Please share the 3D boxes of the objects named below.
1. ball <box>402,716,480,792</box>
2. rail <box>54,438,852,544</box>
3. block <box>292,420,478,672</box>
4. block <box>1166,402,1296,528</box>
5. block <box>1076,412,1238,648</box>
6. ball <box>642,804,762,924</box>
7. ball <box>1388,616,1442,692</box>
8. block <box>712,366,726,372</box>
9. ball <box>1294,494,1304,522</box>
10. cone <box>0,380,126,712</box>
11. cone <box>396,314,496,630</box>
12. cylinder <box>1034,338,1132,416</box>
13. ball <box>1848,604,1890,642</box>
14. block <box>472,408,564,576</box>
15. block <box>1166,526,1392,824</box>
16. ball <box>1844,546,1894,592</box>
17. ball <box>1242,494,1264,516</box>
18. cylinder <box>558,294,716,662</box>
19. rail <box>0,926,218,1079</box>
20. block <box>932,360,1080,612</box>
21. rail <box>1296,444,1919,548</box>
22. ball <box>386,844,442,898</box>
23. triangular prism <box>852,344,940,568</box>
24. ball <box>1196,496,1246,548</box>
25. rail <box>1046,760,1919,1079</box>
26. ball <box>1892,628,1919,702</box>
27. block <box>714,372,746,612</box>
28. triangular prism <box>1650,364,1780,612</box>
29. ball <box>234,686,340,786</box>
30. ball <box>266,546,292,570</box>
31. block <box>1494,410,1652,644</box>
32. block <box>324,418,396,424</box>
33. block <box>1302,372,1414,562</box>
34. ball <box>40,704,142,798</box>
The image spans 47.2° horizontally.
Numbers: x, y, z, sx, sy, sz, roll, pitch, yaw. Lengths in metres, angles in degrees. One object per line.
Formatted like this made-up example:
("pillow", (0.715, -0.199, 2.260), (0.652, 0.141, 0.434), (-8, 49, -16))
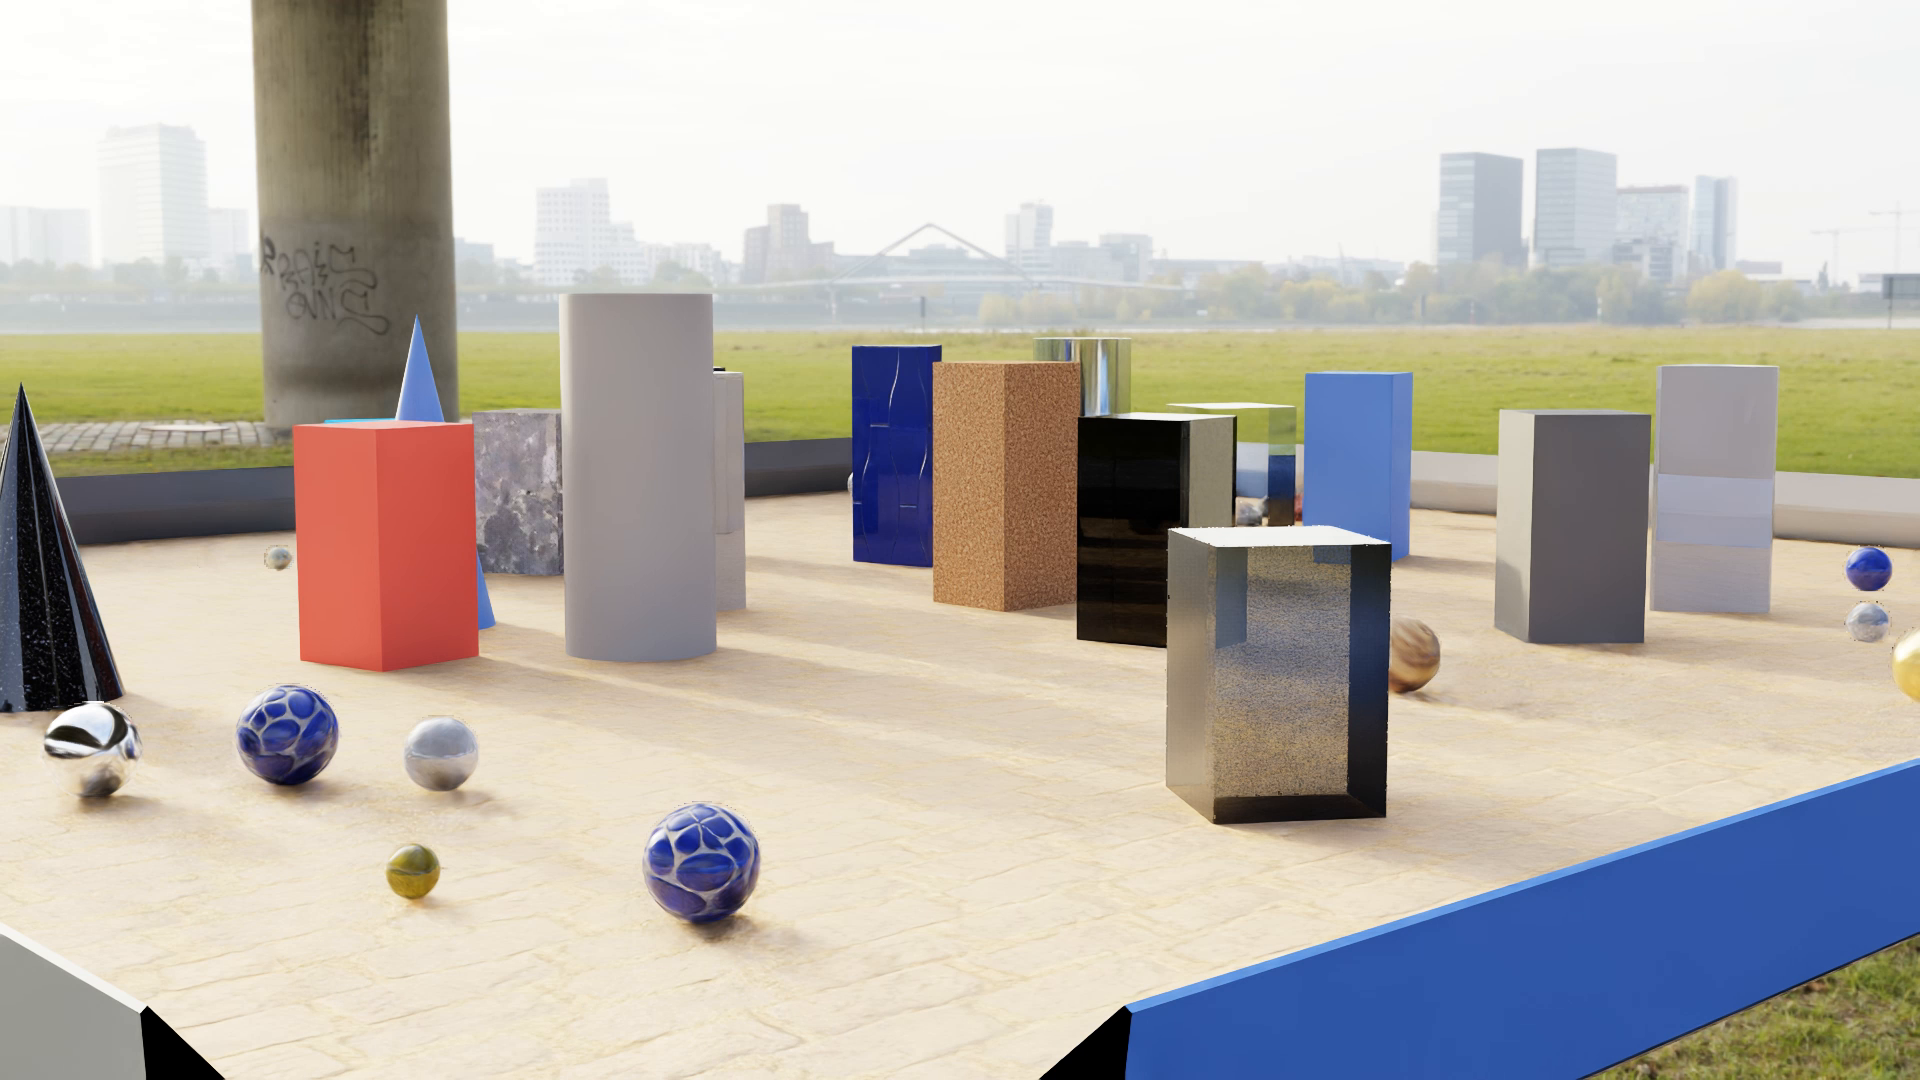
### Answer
("ball", (-0.481, 0.199, 2.039), (0.070, 0.070, 0.070), (0, 6, 0))
("rail", (-1.185, -0.100, 4.609), (3.719, 0.128, 0.045), (-5, 8, -42))
("block", (-0.732, 0.003, 2.808), (0.158, 0.300, 0.158), (4, 7, 35))
("block", (0.445, -0.078, 3.632), (0.158, 0.289, 0.158), (-2, 6, -21))
("block", (0.268, -0.017, 2.988), (0.158, 0.302, 0.158), (4, 7, 34))
("ball", (-0.188, 0.236, 1.603), (0.087, 0.087, 0.087), (0, 6, 0))
("ball", (0.516, 0.134, 2.567), (0.089, 0.089, 0.089), (0, 6, 0))
("block", (-0.540, -0.147, 4.043), (0.158, 0.341, 0.158), (-5, 8, -41))
("ball", (0.710, -0.068, 4.637), (0.060, 0.060, 0.060), (0, 6, 0))
("cone", (-1.068, 0.000, 2.520), (0.197, 0.365, 0.197), (0, 6, 0))
("cone", (-0.759, -0.098, 3.095), (0.197, 0.441, 0.197), (0, 6, 0))
("cylinder", (0.245, -0.211, 4.429), (0.197, 0.389, 0.197), (0, 6, 0))
("ball", (1.221, 0.111, 2.955), (0.053, 0.053, 0.053), (0, 6, 0))
("block", (-0.727, -0.086, 3.787), (0.158, 0.273, 0.158), (2, 6, 18))
("block", (0.284, 0.117, 1.988), (0.158, 0.243, 0.158), (-1, 6, -10))
("ball", (1.443, 0.046, 3.492), (0.071, 0.071, 0.071), (0, 6, 0))
("ball", (0.636, -0.077, 4.784), (0.048, 0.048, 0.048), (0, 6, 0))
("cylinder", (-0.419, -0.087, 2.869), (0.197, 0.465, 0.197), (0, 6, 0))
("rail", (-1.349, 0.163, 2.094), (0.045, 0.128, 3.543), (-5, 8, -42))
("block", (0.070, -0.087, 3.347), (0.158, 0.366, 0.158), (-5, 8, -42))
("rail", (1.349, -0.096, 4.570), (0.045, 0.128, 3.543), (-5, 8, -42))
("ball", (-0.415, 0.252, 1.670), (0.041, 0.041, 0.041), (0, 6, 0))
("triangular prism", (-0.079, -0.154, 3.911), (0.171, 0.383, 0.148), (4, 7, 34))
("ball", (0.491, -0.034, 4.145), (0.095, 0.095, 0.095), (0, 6, 0))
("rail", (1.185, 0.167, 2.054), (3.719, 0.128, 0.045), (-5, 8, -42))
("ball", (1.100, 0.142, 2.480), (0.091, 0.091, 0.091), (0, 6, 0))
("block", (-0.433, -0.074, 3.284), (0.158, 0.353, 0.158), (-6, 8, -43))
("triangular prism", (1.121, -0.082, 3.316), (0.171, 0.363, 0.148), (1, 6, 7))
("ball", (-0.632, 0.184, 2.067), (0.094, 0.094, 0.094), (0, 6, 0))
("ball", (-1.167, 0.032, 3.769), (0.042, 0.042, 0.042), (0, 6, 0))
("block", (0.836, -0.022, 3.010), (0.158, 0.307, 0.158), (0, 6, -3))
("block", (-1.003, -0.081, 3.835), (0.158, 0.253, 0.158), (-4, 7, -31))
("block", (0.718, -0.135, 3.968), (0.158, 0.333, 0.158), (3, 7, 24))
("ball", (-0.795, 0.193, 2.014), (0.086, 0.086, 0.086), (0, 6, 0))
